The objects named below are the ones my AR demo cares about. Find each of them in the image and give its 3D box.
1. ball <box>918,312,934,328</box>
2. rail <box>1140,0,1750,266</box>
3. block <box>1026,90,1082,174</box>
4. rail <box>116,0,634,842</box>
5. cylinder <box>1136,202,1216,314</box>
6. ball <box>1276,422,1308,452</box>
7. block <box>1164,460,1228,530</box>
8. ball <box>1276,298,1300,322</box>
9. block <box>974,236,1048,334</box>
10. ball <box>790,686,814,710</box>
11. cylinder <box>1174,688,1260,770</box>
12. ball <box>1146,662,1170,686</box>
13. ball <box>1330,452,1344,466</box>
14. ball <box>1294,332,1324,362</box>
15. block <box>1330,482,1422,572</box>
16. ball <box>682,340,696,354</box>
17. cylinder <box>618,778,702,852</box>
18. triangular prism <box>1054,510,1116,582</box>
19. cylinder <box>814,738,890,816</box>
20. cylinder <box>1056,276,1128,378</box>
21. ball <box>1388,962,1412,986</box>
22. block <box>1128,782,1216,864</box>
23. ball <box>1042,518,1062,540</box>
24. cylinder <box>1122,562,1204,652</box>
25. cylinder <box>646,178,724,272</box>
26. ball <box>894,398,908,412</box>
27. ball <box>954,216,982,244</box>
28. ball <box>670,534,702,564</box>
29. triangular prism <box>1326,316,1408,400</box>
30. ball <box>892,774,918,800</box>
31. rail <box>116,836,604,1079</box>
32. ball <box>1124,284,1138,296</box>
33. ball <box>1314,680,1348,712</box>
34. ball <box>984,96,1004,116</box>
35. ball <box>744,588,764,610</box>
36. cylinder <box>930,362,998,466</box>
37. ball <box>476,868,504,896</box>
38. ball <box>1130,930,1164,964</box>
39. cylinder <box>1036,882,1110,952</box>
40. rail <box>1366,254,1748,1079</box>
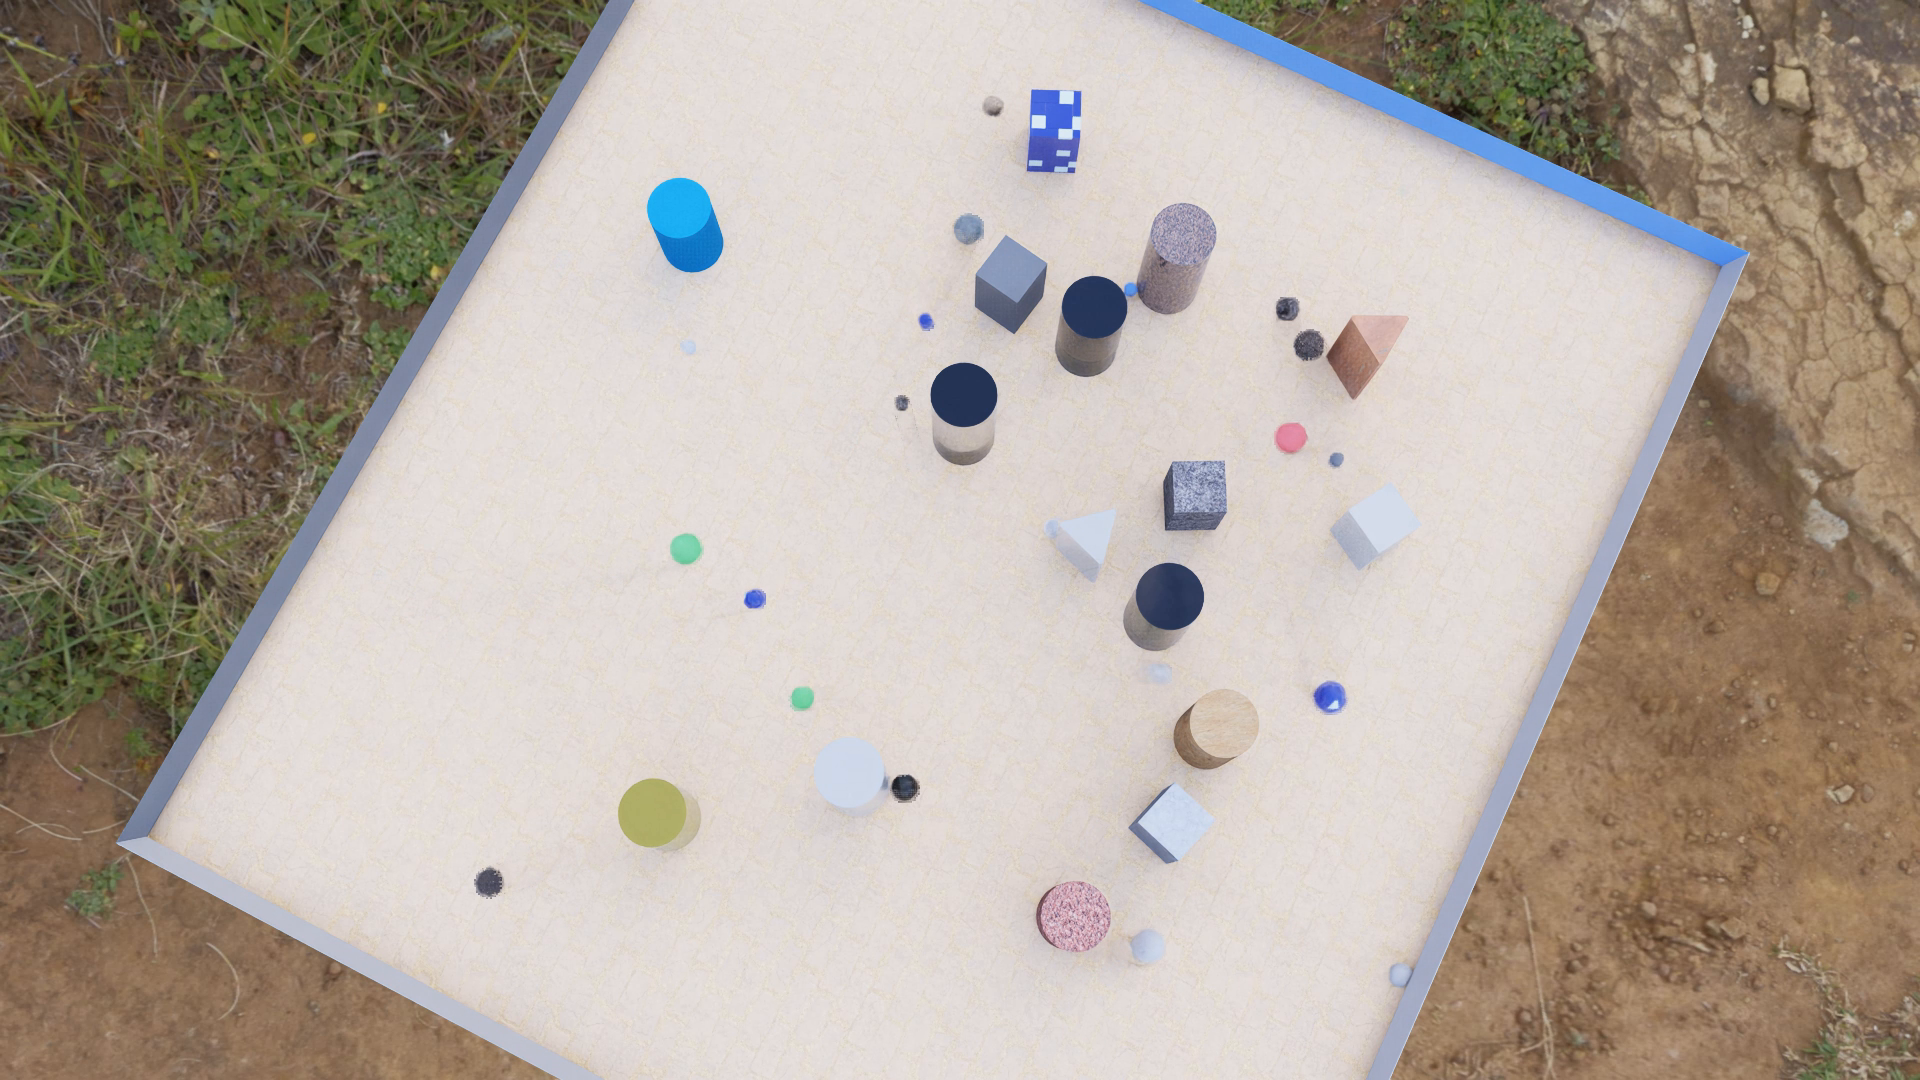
[{"bbox_3d":[-0.108,-0.687,5.734,0.048,0.048,0.048,0,78,0],"label":"ball"},{"bbox_3d":[0.839,-1.637,5.890,3.568,0.126,0.045,26,80,5],"label":"rail"},{"bbox_3d":[0.293,-1.279,5.744,0.155,0.269,0.155,2,78,0],"label":"block"},{"bbox_3d":[-1.574,-0.764,5.709,0.045,0.126,3.801,26,80,5],"label":"rail"},{"bbox_3d":[0.653,-0.849,5.566,0.193,0.442,0.193,0,78,0],"label":"cylinder"},{"bbox_3d":[1.019,-0.316,5.634,0.094,0.094,0.094,0,78,0],"label":"ball"},{"bbox_3d":[0.705,-0.132,5.512,0.155,0.257,0.155,-1,78,0],"label":"block"},{"bbox_3d":[1.024,-0.720,5.729,0.072,0.072,0.072,0,78,0],"label":"ball"},{"bbox_3d":[0.154,-0.781,5.625,0.155,0.299,0.155,36,81,7],"label":"block"},{"bbox_3d":[-0.471,0.471,5.483,0.071,0.071,0.071,0,78,0],"label":"ball"},{"bbox_3d":[0.737,0.551,5.298,0.193,0.400,0.193,0,78,0],"label":"cylinder"},{"bbox_3d":[0.595,0.400,5.498,0.070,0.070,0.070,0,78,0],"label":"ball"},{"bbox_3d":[1.160,-0.249,5.645,0.044,0.044,0.044,0,78,0],"label":"ball"},{"bbox_3d":[1.086,-0.602,5.694,0.093,0.093,0.093,0,78,0],"label":"ball"},{"bbox_3d":[1.240,-0.038,5.482,0.155,0.278,0.155,-33,80,-6],"label":"block"},{"bbox_3d":[-0.844,-0.600,5.717,0.045,0.045,0.045,0,78,0],"label":"ball"},{"bbox_3d":[-0.866,0.797,5.299,0.193,0.299,0.193,0,78,0],"label":"cylinder"},{"bbox_3d":[0.401,-0.008,5.462,0.145,0.306,0.167,-44,82,-8],"label":"triangular prism"},{"bbox_3d":[-0.305,0.683,5.246,0.193,0.448,0.193,0,78,0],"label":"cylinder"},{"bbox_3d":[0.394,-0.642,5.551,0.193,0.389,0.193,0,78,0],"label":"cylinder"},{"bbox_3d":[1.280,1.261,5.321,0.068,0.068,0.068,0,78,0],"label":"ball"},{"bbox_3d":[0.608,0.819,5.285,0.155,0.317,0.155,43,81,8],"label":"block"},{"bbox_3d":[0.284,-0.034,5.591,0.064,0.064,0.064,0,78,0],"label":"ball"},{"bbox_3d":[0.592,0.200,5.364,0.193,0.414,0.193,0,78,0],"label":"cylinder"},{"bbox_3d":[-0.846,-0.970,5.665,0.193,0.299,0.193,0,78,0],"label":"cylinder"},{"bbox_3d":[-0.180,-0.420,5.681,0.043,0.043,0.043,0,78,0],"label":"ball"},{"bbox_3d":[0.025,-0.977,5.773,0.090,0.090,0.090,0,78,0],"label":"ball"},{"bbox_3d":[-0.834,0.027,5.562,0.095,0.095,0.095,0,78,0],"label":"ball"},{"bbox_3d":[1.208,-0.580,5.543,0.145,0.380,0.167,30,80,6],"label":"triangular prism"},{"bbox_3d":[-0.163,0.732,5.425,0.079,0.079,0.079,0,78,0],"label":"ball"},{"bbox_3d":[-0.839,1.651,5.210,3.568,0.126,0.045,26,80,5],"label":"rail"},{"bbox_3d":[0.537,-0.785,5.757,0.043,0.043,0.043,0,78,0],"label":"ball"},{"bbox_3d":[1.106,0.467,5.470,0.097,0.097,0.097,0,78,0],"label":"ball"},{"bbox_3d":[0.110,-1.389,5.870,0.067,0.067,0.067,0,78,0],"label":"ball"},{"bbox_3d":[-0.625,0.179,5.548,0.062,0.062,0.062,0,78,0],"label":"ball"},{"bbox_3d":[0.011,-0.370,5.463,0.193,0.450,0.193,0,78,0],"label":"cylinder"},{"bbox_3d":[-1.376,1.003,5.369,0.078,0.078,0.078,0,78,0],"label":"ball"},{"bbox_3d":[0.543,1.182,5.324,0.095,0.095,0.095,0,78,0],"label":"ball"},{"bbox_3d":[0.320,1.073,5.223,0.193,0.336,0.193,0,78,0],"label":"cylinder"},{"bbox_3d":[1.574,0.778,5.390,0.045,0.126,3.801,26,80,5],"label":"rail"}]
